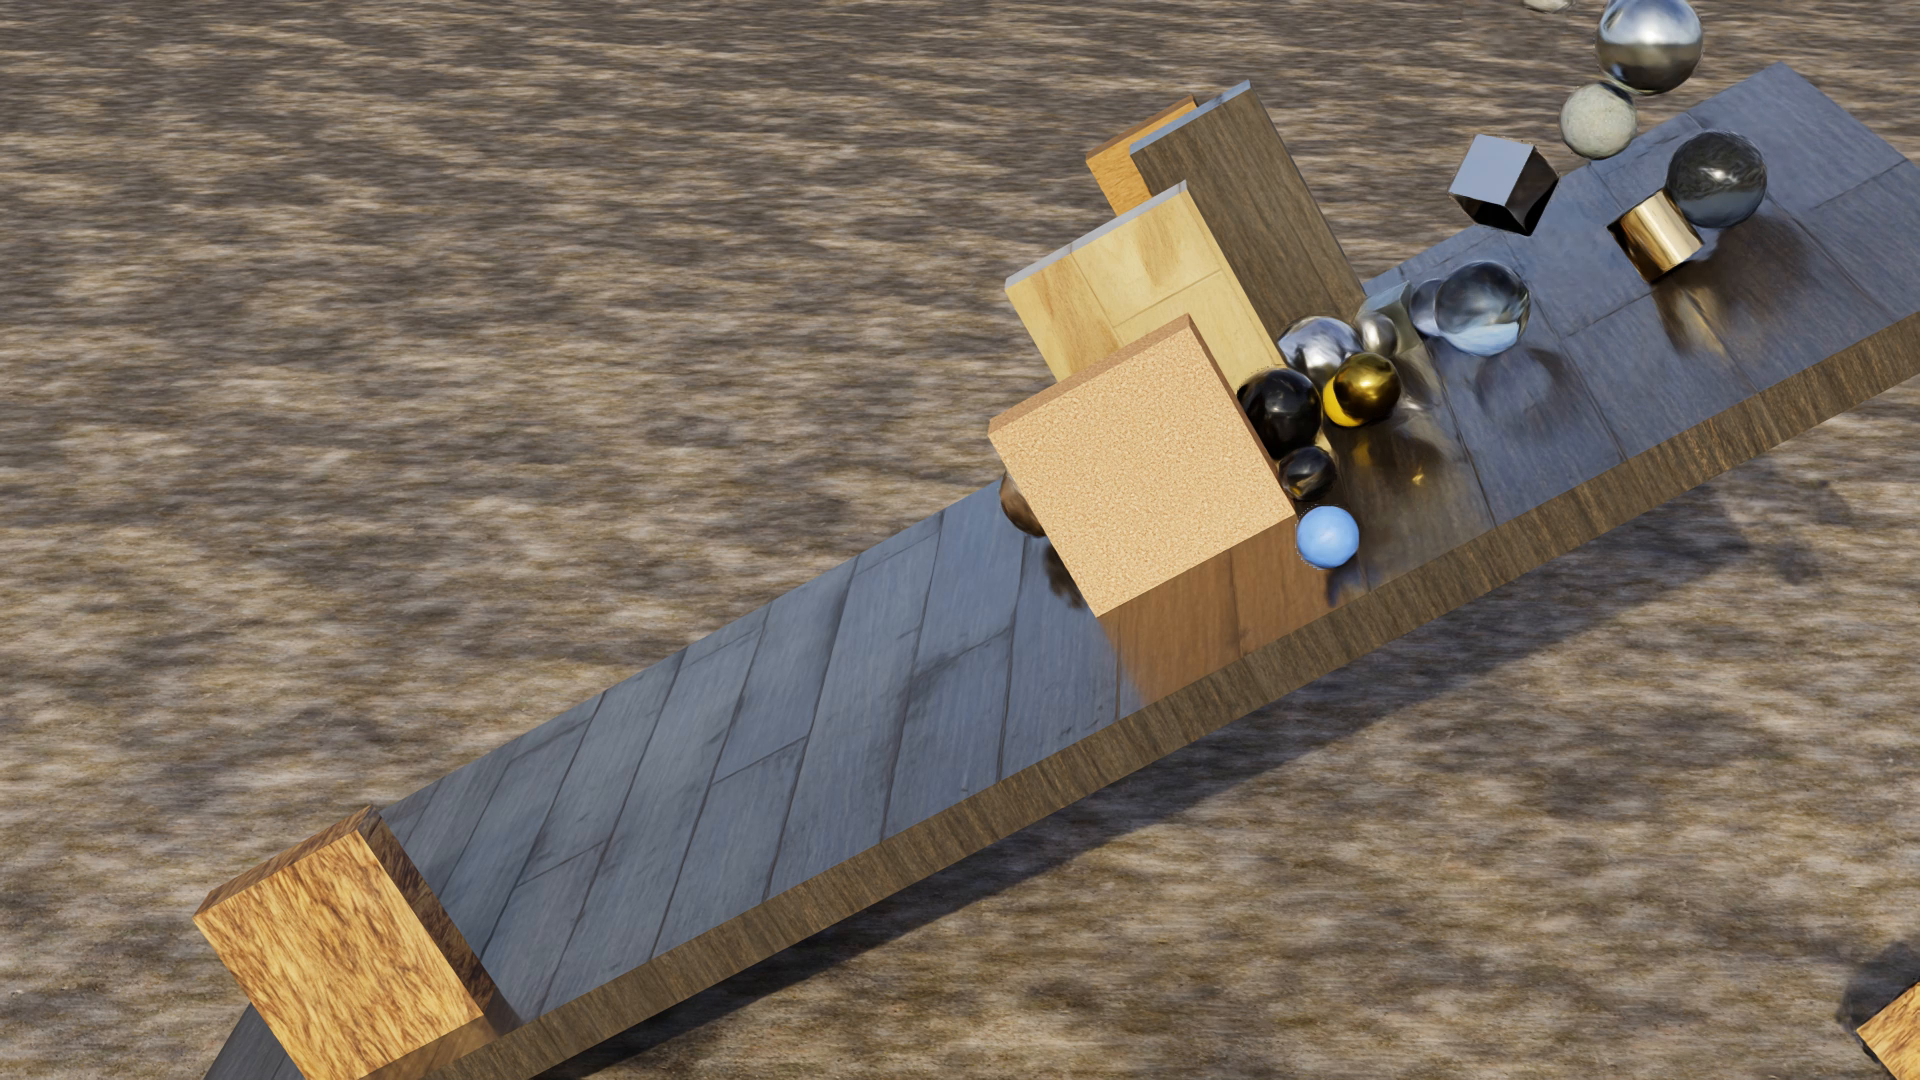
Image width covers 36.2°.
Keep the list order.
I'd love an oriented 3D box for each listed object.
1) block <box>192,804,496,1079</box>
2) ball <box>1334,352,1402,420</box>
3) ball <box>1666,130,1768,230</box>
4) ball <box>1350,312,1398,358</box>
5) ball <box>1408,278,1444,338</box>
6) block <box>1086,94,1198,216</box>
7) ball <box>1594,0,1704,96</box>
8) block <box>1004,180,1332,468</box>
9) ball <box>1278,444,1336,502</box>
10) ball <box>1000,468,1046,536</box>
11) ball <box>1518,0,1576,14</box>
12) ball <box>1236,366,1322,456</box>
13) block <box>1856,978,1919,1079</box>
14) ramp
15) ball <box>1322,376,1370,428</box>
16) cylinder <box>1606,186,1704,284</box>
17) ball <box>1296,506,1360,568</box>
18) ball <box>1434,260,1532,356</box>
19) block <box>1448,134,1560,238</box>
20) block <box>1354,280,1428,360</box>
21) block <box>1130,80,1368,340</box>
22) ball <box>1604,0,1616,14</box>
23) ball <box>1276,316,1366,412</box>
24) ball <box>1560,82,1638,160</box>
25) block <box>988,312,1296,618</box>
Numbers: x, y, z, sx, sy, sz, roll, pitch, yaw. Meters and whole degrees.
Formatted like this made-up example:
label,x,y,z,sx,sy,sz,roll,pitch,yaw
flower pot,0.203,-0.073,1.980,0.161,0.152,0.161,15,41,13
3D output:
label,x,y,z,sx,sy,sz,roll,pitch,yaw
block,-1.202,0.807,5.757,0.388,0.446,0.122,-28,15,12
ball,0.818,-0.309,5.904,0.135,0.135,0.135,0,18,0
ball,1.514,-0.722,5.887,0.198,0.198,0.198,0,18,0
ball,0.883,-0.433,6.296,0.108,0.108,0.108,0,18,0
ball,1.019,-0.495,6.269,0.127,0.127,0.127,0,18,0
block,0.566,-0.671,6.744,0.277,0.638,0.094,-28,15,12
ball,1.314,-0.948,5.608,0.202,0.202,0.202,0,18,0
block,0.428,-0.363,6.033,0.420,0.617,0.101,-28,15,12
ball,0.681,-0.132,5.771,0.113,0.113,0.113,0,18,0
ball,0.186,-0.105,6.511,0.195,0.195,0.195,0,18,0
ball,1.124,-1.083,5.621,0.152,0.152,0.152,0,18,0
ball,0.638,-0.257,5.907,0.181,0.181,0.181,0,18,0
block,2.117,1.065,6.386,0.206,0.206,0.206,52,26,16
ramp,0.142,0.168,6.284,4.000,0.100,2.000,-28,15,12
ball,0.803,-0.290,6.041,0.117,0.117,0.117,0,18,0
cylinder,1.377,-0.604,5.827,0.138,0.138,0.138,-35,0,0
ball,0.671,-0.006,5.363,0.115,0.115,0.115,0,18,0
ball,1.060,-0.470,5.967,0.195,0.195,0.195,0,18,0
block,1.053,-0.686,5.687,0.130,0.130,0.130,22,-9,40
block,0.941,-0.473,6.384,0.112,0.112,0.112,-23,16,29
block,0.661,-0.653,6.479,0.297,0.645,0.115,-28,15,12
ball,1.415,-1.096,6.180,0.125,0.125,0.125,0,18,0
ball,0.759,-0.373,6.223,0.204,0.204,0.204,0,18,0
ball,1.249,-0.818,5.749,0.150,0.150,0.150,0,18,0
block,0.360,-0.147,5.820,0.449,0.434,0.114,-28,15,12
